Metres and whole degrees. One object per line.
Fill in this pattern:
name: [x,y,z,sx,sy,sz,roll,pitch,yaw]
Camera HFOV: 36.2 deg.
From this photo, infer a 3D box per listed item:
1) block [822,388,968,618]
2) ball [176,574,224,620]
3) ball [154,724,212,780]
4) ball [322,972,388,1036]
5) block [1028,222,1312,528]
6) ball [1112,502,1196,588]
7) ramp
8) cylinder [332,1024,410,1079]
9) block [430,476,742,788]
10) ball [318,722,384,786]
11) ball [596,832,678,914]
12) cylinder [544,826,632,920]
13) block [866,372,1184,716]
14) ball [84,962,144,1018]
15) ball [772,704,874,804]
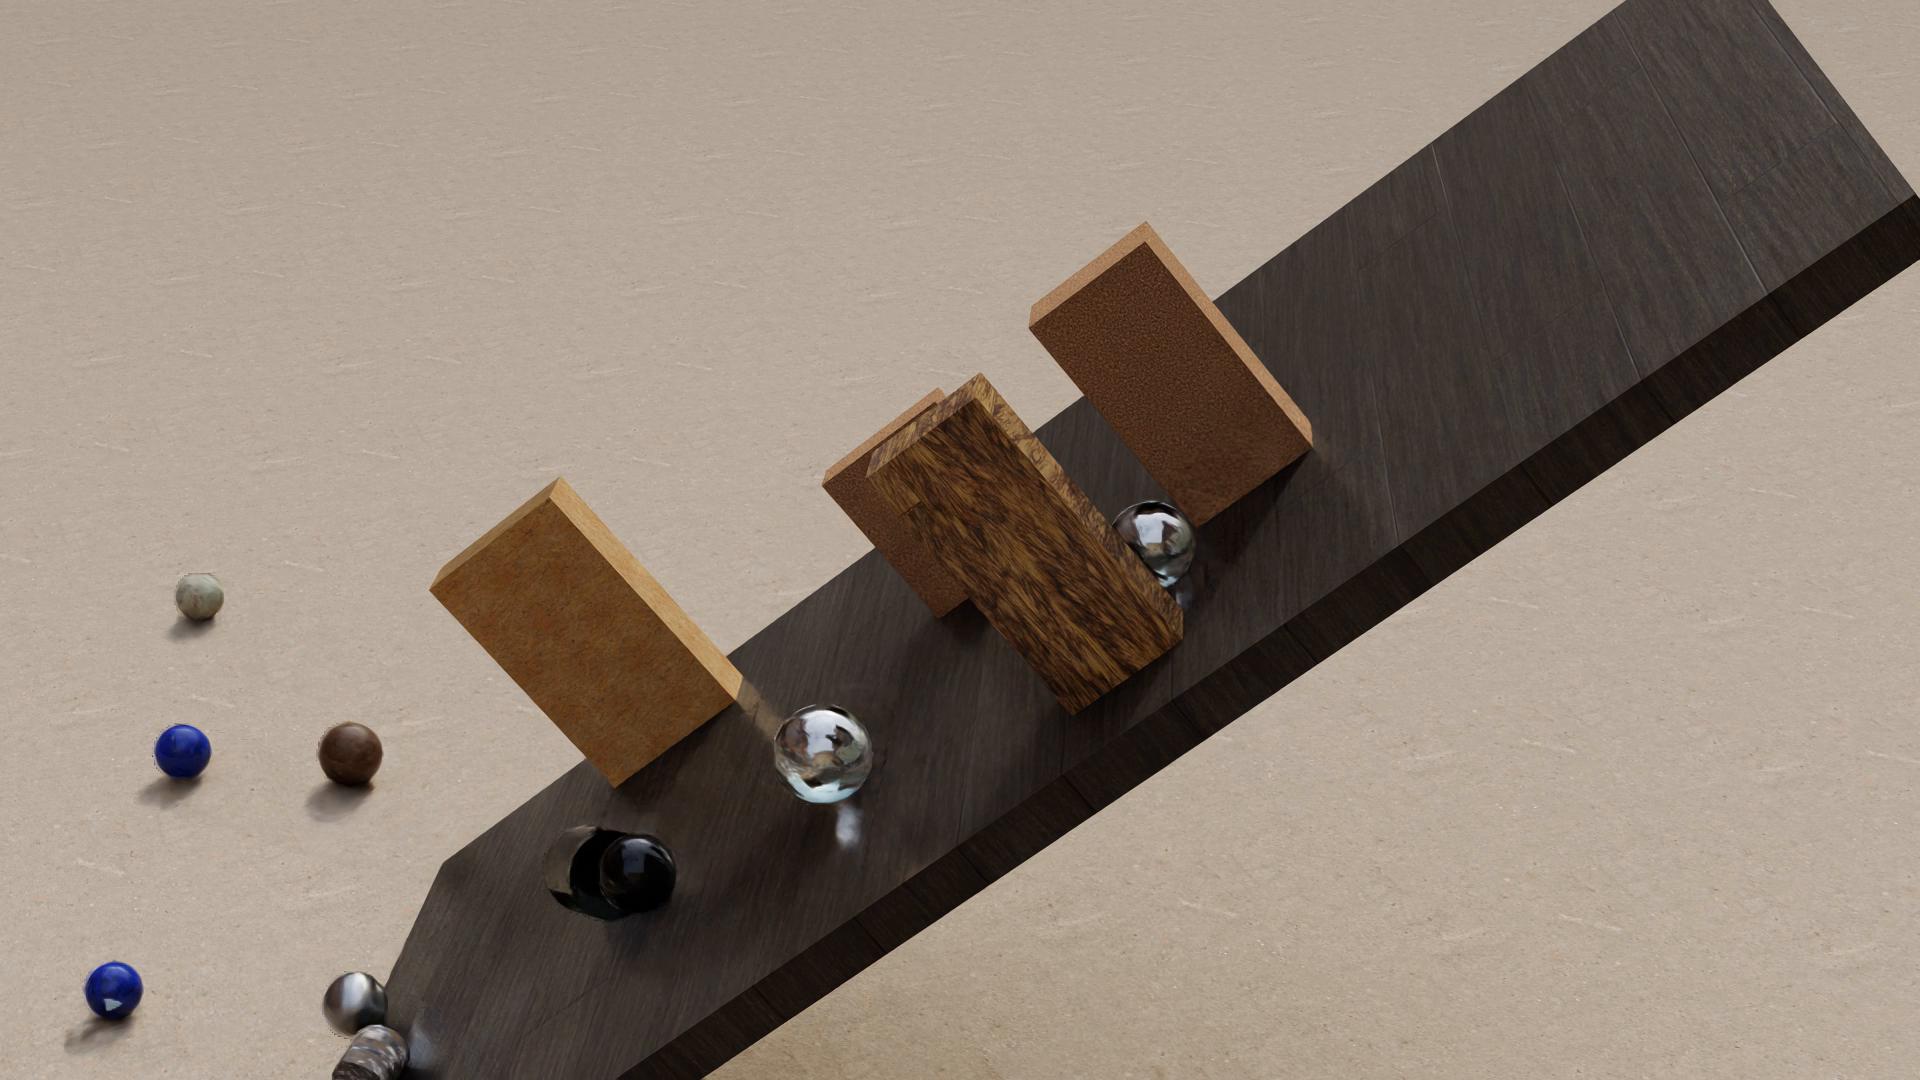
block: [-0.048,-0.079,6.508,0.324,0.407,0.089,-36,16,18]
ball: [-2.431,0.182,9.410,0.149,0.149,0.149,0,24,0]
ball: [-2.227,0.608,8.429,0.157,0.157,0.157,0,24,0]
ball: [-1.449,1.113,7.046,0.153,0.153,0.153,0,24,0]
block: [0.419,-0.324,5.829,0.289,0.538,0.132,-36,16,18]
ball: [0.371,0.011,5.716,0.172,0.172,0.172,0,24,0]
ramp: [0.121,0.185,6.339,4.000,0.100,2.000,-36,16,18]
cylinder: [-1.321,1.179,6.597,0.130,0.130,0.130,6,33,14]
block: [-0.910,0.229,7.196,0.400,0.678,0.134,-36,16,18]
ball: [-1.738,0.611,8.392,0.181,0.181,0.181,0,24,0]
ball: [-0.693,0.715,6.313,0.171,0.171,0.171,0,24,0]
cylinder: [-0.794,0.730,6.467,0.193,0.193,0.193,-11,3,-24]
block: [0.125,0.011,5.480,0.262,0.610,0.130,-36,16,18]
ball: [-2.097,1.116,7.292,0.140,0.140,0.140,0,24,0]
ball: [-0.281,0.439,6.028,0.206,0.206,0.206,0,24,0]
